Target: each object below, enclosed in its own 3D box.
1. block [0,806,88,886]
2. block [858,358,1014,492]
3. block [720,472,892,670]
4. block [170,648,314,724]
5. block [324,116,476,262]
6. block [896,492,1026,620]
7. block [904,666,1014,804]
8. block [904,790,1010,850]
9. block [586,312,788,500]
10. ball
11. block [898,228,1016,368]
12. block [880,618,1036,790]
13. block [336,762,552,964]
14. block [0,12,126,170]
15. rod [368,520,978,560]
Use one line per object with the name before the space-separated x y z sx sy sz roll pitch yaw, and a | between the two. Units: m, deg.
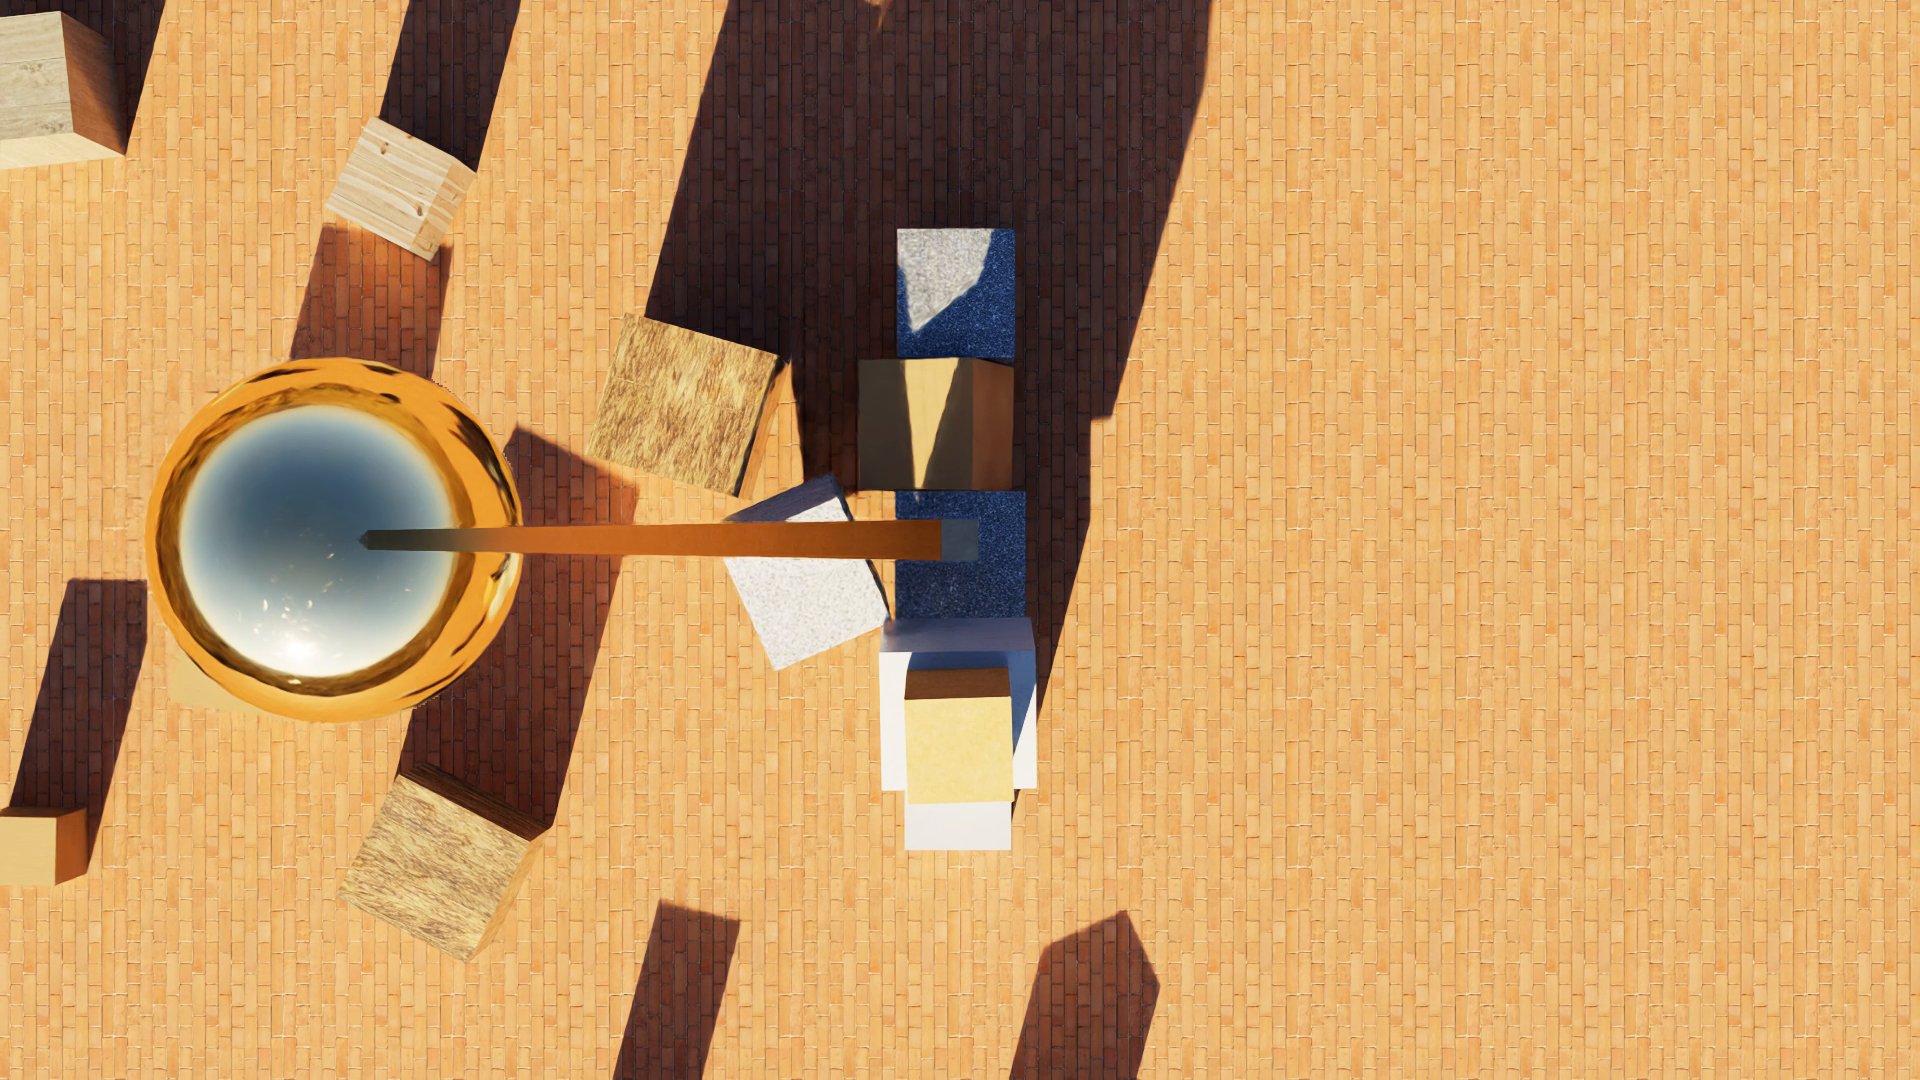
block | -5.392 1.774 12.767 0.470 0.466 0.387 1 90 0
block | -0.130 -0.642 12.560 0.676 0.691 0.729 1 90 20
block | -0.870 0.162 12.307 0.698 0.739 0.756 -23 104 0
block | -3.971 0.597 12.650 0.785 0.699 0.750 9 90 0
block | -3.229 -2.025 12.727 0.534 0.547 0.586 27 90 0
block | 0.003 0.105 12.611 0.726 0.779 0.752 0 90 0
block | -0.005 0.995 11.259 0.532 0.587 0.542 -2 101 0
block | -0.012 1.406 12.679 0.597 0.641 0.671 0 90 0
block | -1.552 -0.753 12.632 0.891 0.736 0.828 16 90 0
ball | -2.712 0.000 9.598 1.600 1.600 1.600 0 90 0
block | -0.021 -1.382 12.654 0.659 0.692 0.721 0 90 0
block | -0.010 0.876 11.917 0.817 0.750 0.750 -1 101 0
block | -2.952 1.843 12.655 0.829 0.690 0.771 27 90 0
block | -5.372 -2.563 12.622 0.804 0.757 0.681 -6 90 0
rod | -1.175 0.000 6.565 0.080 5.200 0.080 0 90 -27
